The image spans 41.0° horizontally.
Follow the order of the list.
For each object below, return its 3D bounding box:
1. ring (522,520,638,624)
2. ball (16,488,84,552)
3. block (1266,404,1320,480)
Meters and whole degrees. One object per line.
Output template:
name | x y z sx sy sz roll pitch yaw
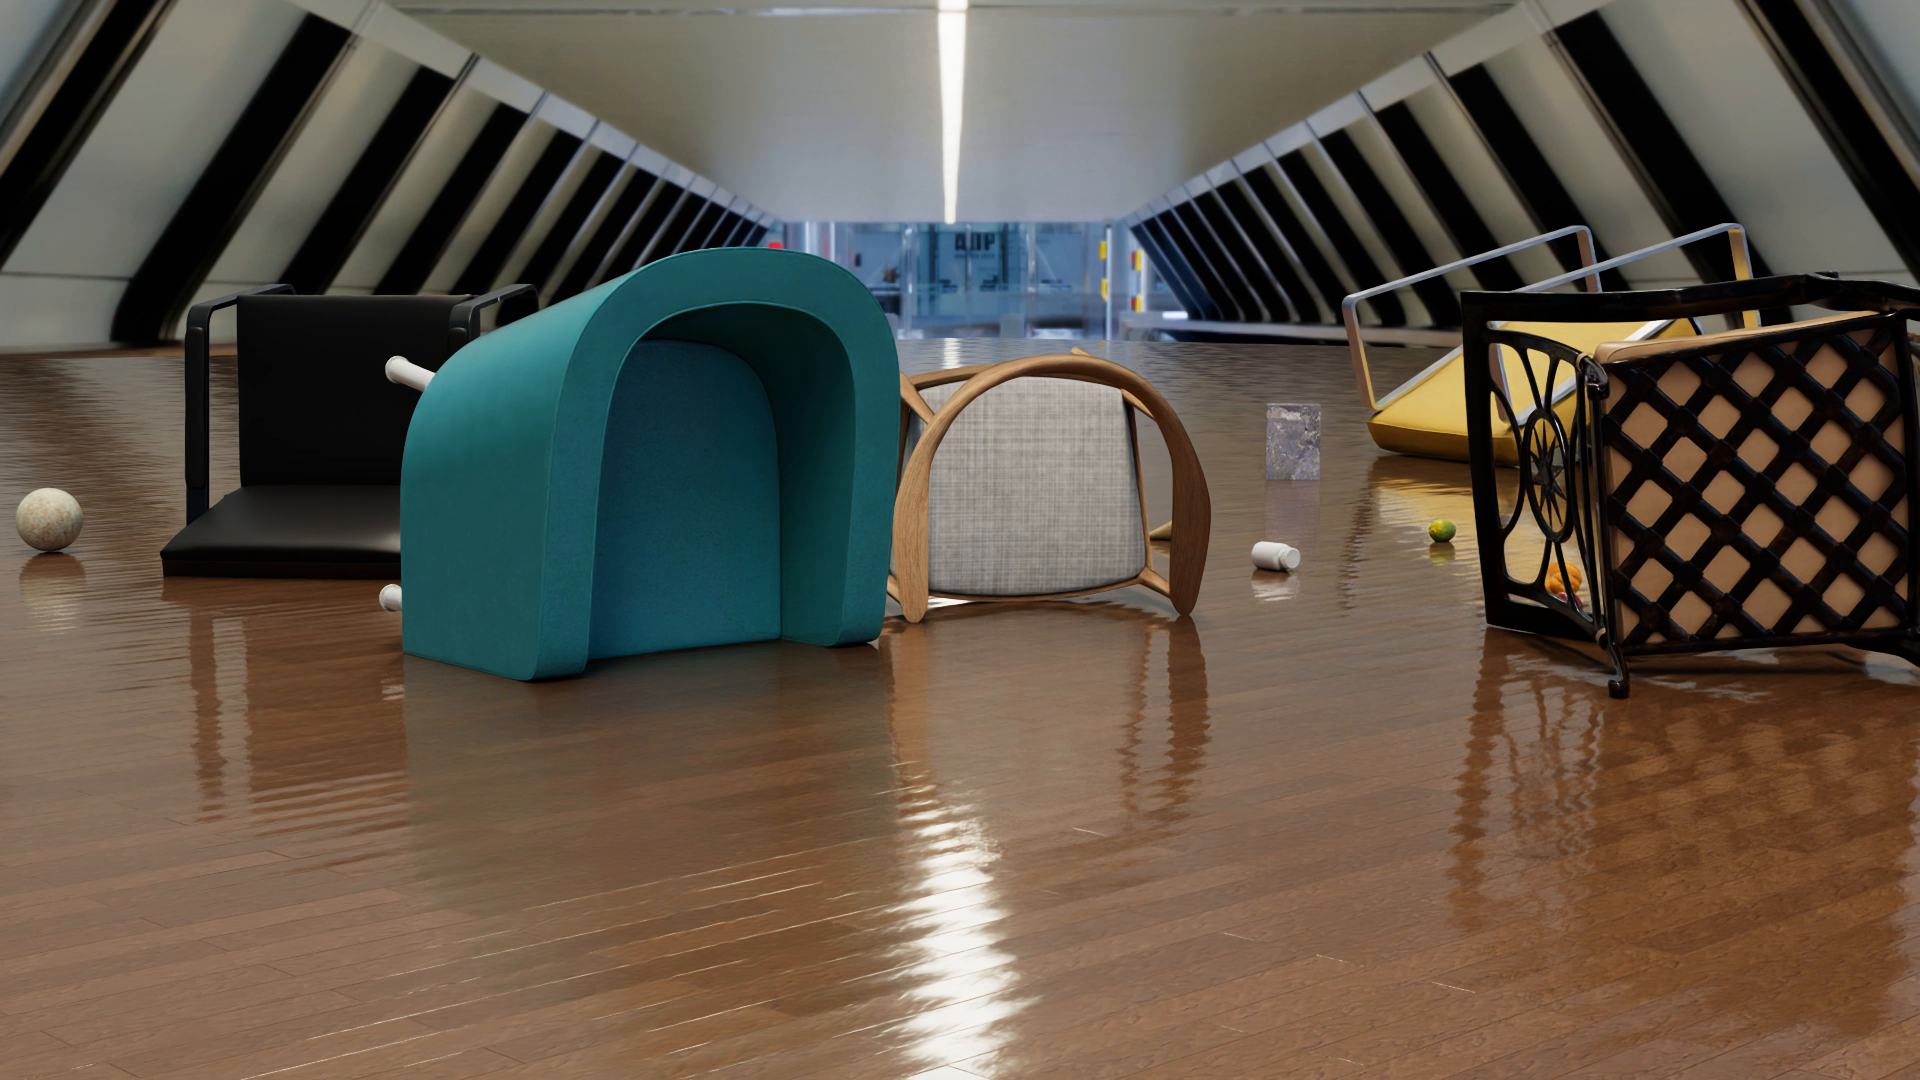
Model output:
ring | -0.724 0.062 4.889 0.221 0.198 0.161 30 16 33
ball | -2.178 -0.049 6.140 0.153 0.153 0.153 0 6 0
block | 1.087 -0.323 8.377 0.173 0.239 0.161 1 6 7
